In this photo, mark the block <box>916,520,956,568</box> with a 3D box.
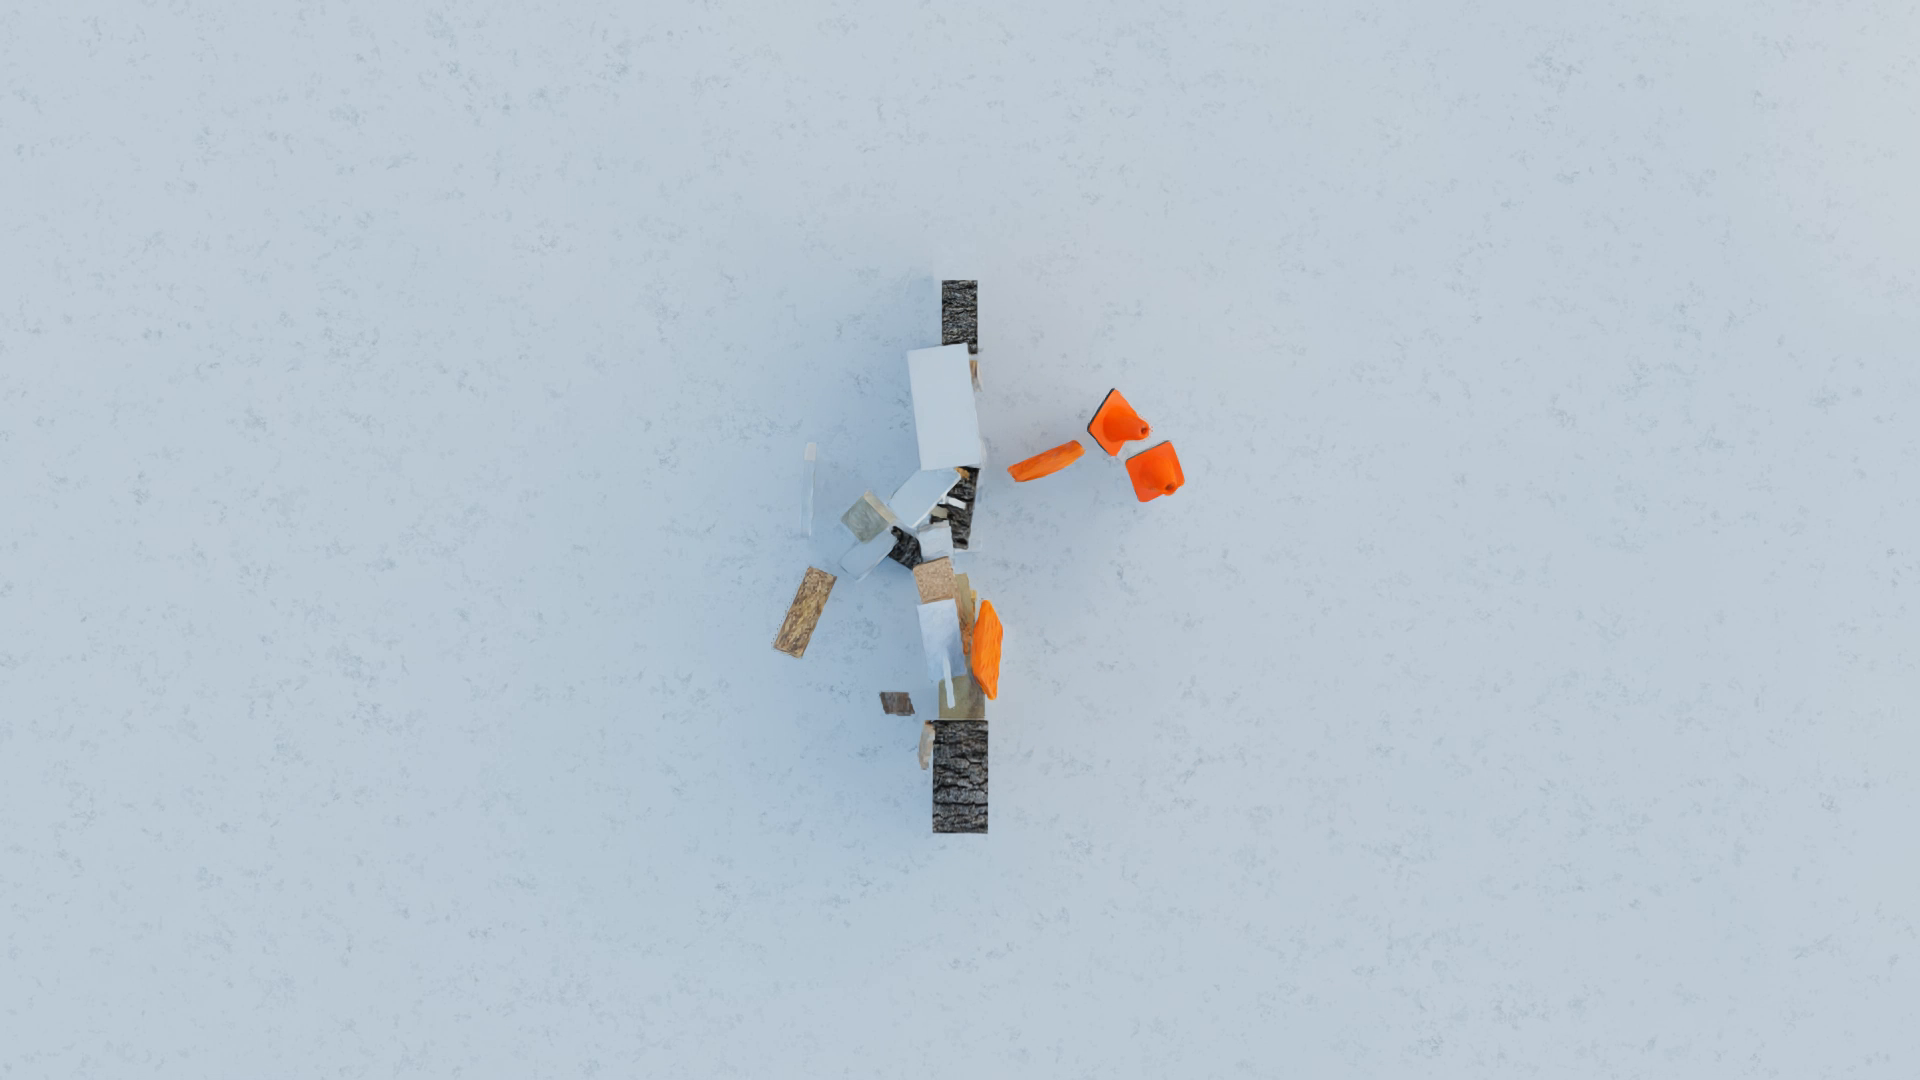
[{"bbox_3d":[-0.073,0.023,5.140,0.099,0.199,0.028,-12,49,-5],"label":"block"}]

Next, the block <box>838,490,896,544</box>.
[{"bbox_3d":[-0.285,-0.068,5.065,0.119,0.238,0.034,44,64,-4],"label":"block"}]

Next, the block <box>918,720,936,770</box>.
[{"bbox_3d":[-0.105,0.635,5.125,0.020,0.071,0.142,2,124,-15],"label":"block"}]

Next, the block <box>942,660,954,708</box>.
[{"bbox_3d":[-0.034,0.438,5.017,0.020,0.071,0.142,-7,84,-2],"label":"block"}]

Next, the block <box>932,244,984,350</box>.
[{"bbox_3d":[-0.004,-0.758,5.156,0.161,0.046,0.321,0,90,0],"label":"block"}]

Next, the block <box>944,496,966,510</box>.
[{"bbox_3d":[-0.039,-0.125,5.119,0.072,0.143,0.020,19,90,21],"label":"block"}]

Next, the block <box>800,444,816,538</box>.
[{"bbox_3d":[-0.494,-0.159,5.374,0.031,0.110,0.294,5,121,-4],"label":"block"}]

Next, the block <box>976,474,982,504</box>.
[{"bbox_3d":[0.006,-0.165,5.369,0.129,0.258,0.037,0,78,-1],"label":"block"}]

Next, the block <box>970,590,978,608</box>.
[{"bbox_3d":[0.002,0.206,5.406,0.097,0.194,0.027,9,66,1],"label":"block"}]

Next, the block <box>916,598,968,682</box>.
[{"bbox_3d":[-0.054,0.309,5.083,0.119,0.034,0.238,-10,84,1],"label":"block"}]

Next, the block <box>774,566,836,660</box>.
[{"bbox_3d":[-0.506,0.236,5.394,0.099,0.028,0.307,23,63,-3],"label":"block"}]

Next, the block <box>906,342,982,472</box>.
[{"bbox_3d":[-0.045,-0.390,4.853,0.178,0.050,0.356,-7,89,3],"label":"block"}]

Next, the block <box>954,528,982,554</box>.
[{"bbox_3d":[0.005,0.005,5.370,0.129,0.258,0.037,-5,81,0],"label":"block"}]

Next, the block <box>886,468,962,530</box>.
[{"bbox_3d":[-0.108,-0.150,4.967,0.110,0.031,0.220,46,100,16],"label":"block"}]

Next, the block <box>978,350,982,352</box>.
[{"bbox_3d":[-0.004,-0.651,5.339,0.161,0.321,0.046,0,90,0],"label":"block"}]

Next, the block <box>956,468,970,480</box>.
[{"bbox_3d":[-0.028,-0.217,5.117,0.072,0.143,0.020,13,86,21],"label":"block"}]

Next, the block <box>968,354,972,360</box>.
[{"bbox_3d":[-0.020,-0.478,5.251,0.115,0.033,0.230,0,90,3],"label":"block"}]

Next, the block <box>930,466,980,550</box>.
[{"bbox_3d":[-0.021,-0.107,5.214,0.129,0.037,0.258,9,92,10],"label":"block"}]

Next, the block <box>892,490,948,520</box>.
[{"bbox_3d":[-0.122,-0.109,5.101,0.110,0.220,0.031,22,92,19],"label":"block"}]

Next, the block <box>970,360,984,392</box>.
[{"bbox_3d":[-0.027,-0.499,5.056,0.178,0.356,0.050,0,88,3],"label":"block"}]

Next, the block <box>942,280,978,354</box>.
[{"bbox_3d":[-0.001,-0.663,4.904,0.107,0.030,0.214,0,90,0],"label":"block"}]

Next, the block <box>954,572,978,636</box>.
[{"bbox_3d":[-0.011,0.209,5.172,0.099,0.028,0.199,-9,77,-2],"label":"block"}]

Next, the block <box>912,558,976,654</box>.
[{"bbox_3d":[-0.049,0.216,5.127,0.119,0.034,0.302,-17,84,0],"label":"block"}]

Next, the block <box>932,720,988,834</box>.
[{"bbox_3d":[0.001,0.736,5.130,0.172,0.049,0.345,0,90,0],"label":"block"}]

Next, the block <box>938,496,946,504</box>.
[{"bbox_3d":[-0.069,-0.187,5.044,0.072,0.020,0.143,14,94,22],"label":"block"}]

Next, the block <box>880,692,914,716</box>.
[{"bbox_3d":[-0.203,0.531,5.343,0.020,0.142,0.071,-28,70,26],"label":"block"}]

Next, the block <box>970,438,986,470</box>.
[{"bbox_3d":[-0.016,-0.278,5.088,0.178,0.421,0.050,9,87,3],"label":"block"}]

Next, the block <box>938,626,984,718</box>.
[{"bbox_3d":[0.004,0.412,5.185,0.144,0.041,0.288,0,87,0],"label":"block"}]

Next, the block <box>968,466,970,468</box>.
[{"bbox_3d":[-0.005,-0.286,5.314,0.086,0.024,0.172,1,90,1],"label":"block"}]

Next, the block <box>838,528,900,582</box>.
[{"bbox_3d":[-0.302,0.039,5.463,0.194,0.027,0.097,-46,65,2],"label":"block"}]

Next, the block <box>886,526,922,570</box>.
[{"bbox_3d":[-0.160,0.044,5.486,0.193,0.027,0.097,31,90,0],"label":"block"}]
